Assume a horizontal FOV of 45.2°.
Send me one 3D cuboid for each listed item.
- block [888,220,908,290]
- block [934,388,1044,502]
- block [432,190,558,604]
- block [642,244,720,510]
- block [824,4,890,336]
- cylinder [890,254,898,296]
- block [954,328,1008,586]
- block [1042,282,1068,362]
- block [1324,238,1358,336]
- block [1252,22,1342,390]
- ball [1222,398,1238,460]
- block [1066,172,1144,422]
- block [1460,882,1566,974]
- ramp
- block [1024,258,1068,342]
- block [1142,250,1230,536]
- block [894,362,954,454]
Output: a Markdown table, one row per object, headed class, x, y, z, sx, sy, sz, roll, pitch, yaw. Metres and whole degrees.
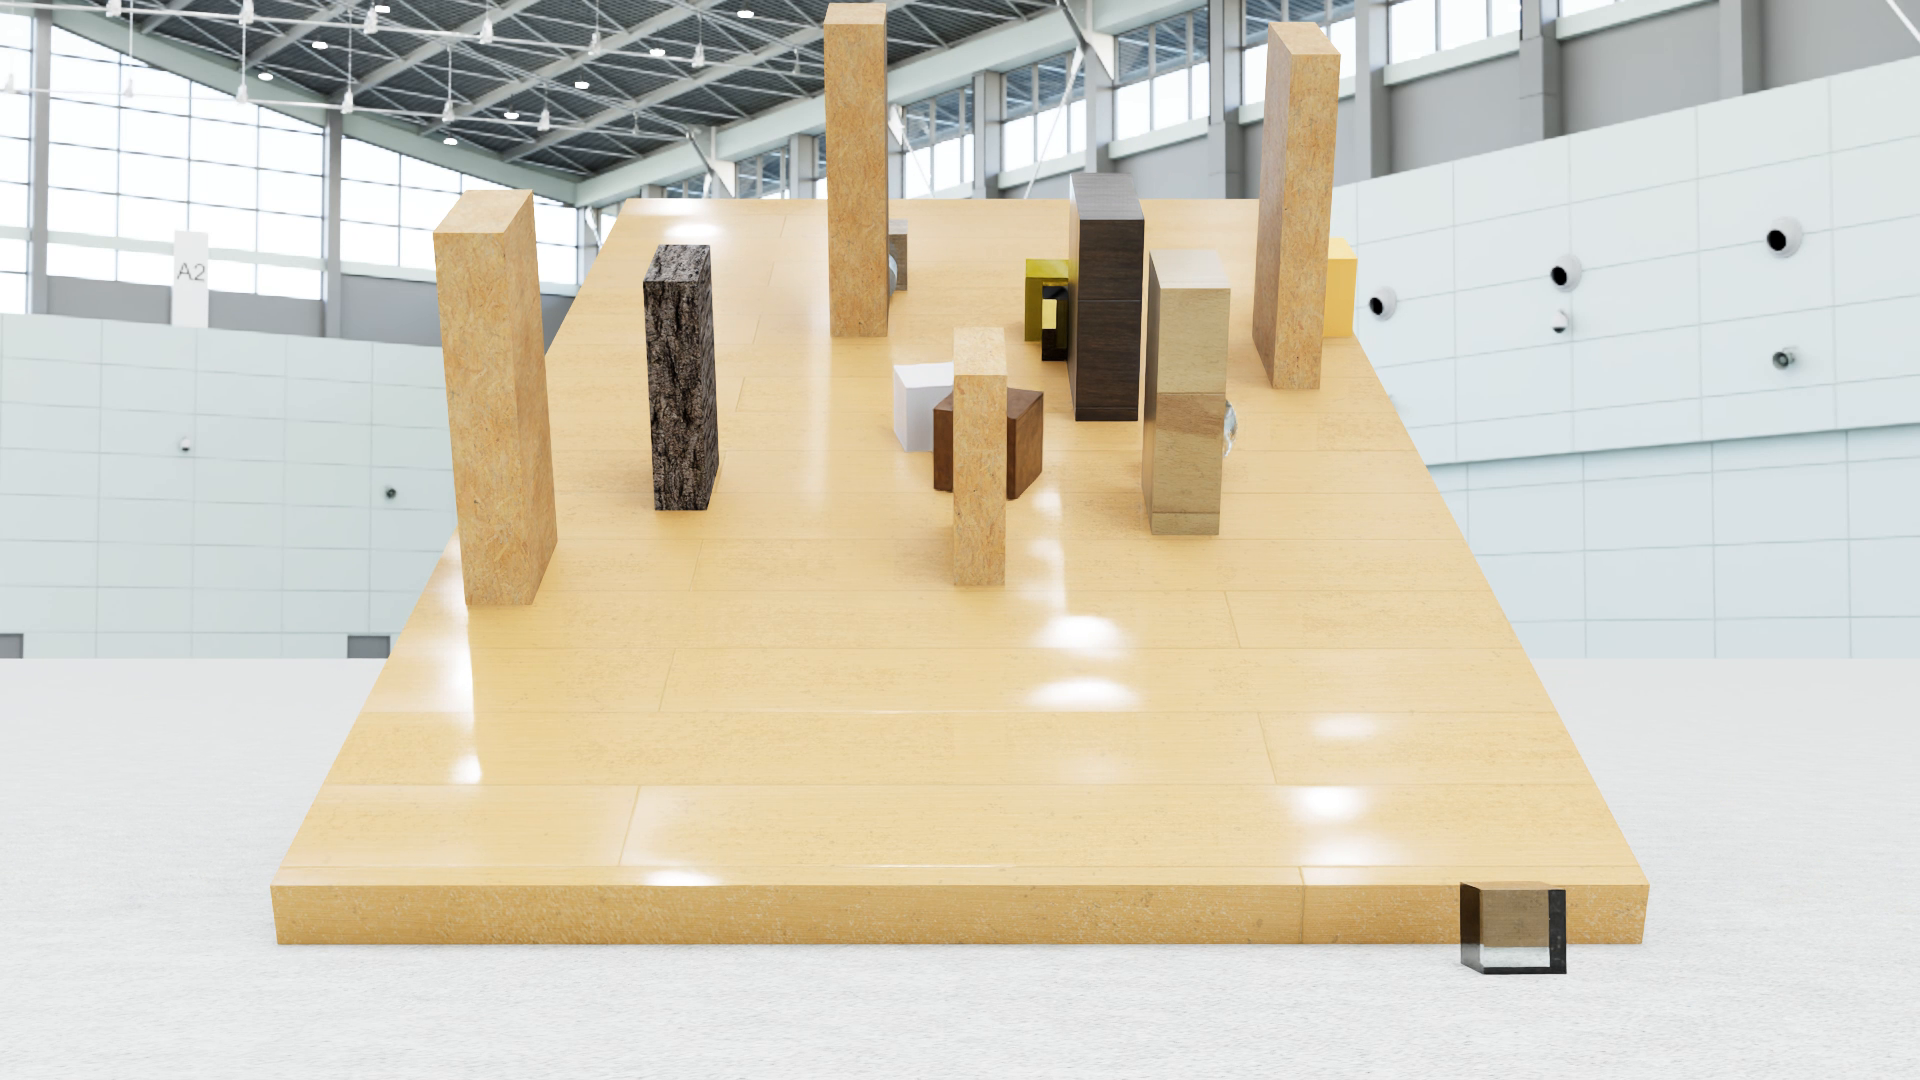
| class | x | y | z | sx | sy | sz | roll | pitch | yaw |
| --- | --- | --- | --- | --- | --- | --- | --- | --- | --- |
| block | -0.217 | -0.764 | 6.169 | 0.154 | 0.154 | 0.154 | 0 | 23 | 0 |
| block | 0.060 | -0.206 | 4.802 | 0.180 | 0.180 | 0.180 | 8 | 24 | 18 |
| block | -0.850 | -0.264 | 4.254 | 0.123 | 0.704 | 0.305 | 0 | 23 | 0 |
| block | -0.567 | -0.334 | 4.713 | 0.106 | 0.482 | 0.271 | 0 | 23 | 0 |
| block | -0.253 | -0.920 | 5.739 | 0.142 | 0.773 | 0.290 | 0 | 23 | 0 |
| cylinder | -0.222 | -0.693 | 6.053 | 0.114 | 0.114 | 0.114 | 0 | 25 | 2 |
| block | 0.036 | -0.162 | 4.388 | 0.097 | 0.416 | 0.288 | 0 | 23 | 0 |
| block | 0.277 | -0.533 | 5.618 | 0.154 | 0.154 | 0.154 | 1 | 23 | 2 |
| block | 0.878 | -0.639 | 5.815 | 0.201 | 0.201 | 0.201 | 0 | 23 | -1 |
| block | 0.785 | -0.789 | 5.424 | 0.109 | 0.780 | 0.403 | 0 | 23 | 0 |
| ball | 0.491 | -0.238 | 4.869 | 0.188 | 0.188 | 0.188 | 0 | -3 | 0 |
| block | 0.329 | -0.563 | 5.287 | 0.141 | 0.465 | 0.427 | 0 | 23 | 0 |
| block | 0.747 | 0.524 | 3.120 | 0.112 | 0.112 | 0.112 | 0 | -3 | -3 |
| ramp | -0.007 | -0.224 | 5.207 | 2.000 | 0.100 | 4.000 | 0 | 23 | 0 |
| block | 0.245 | -0.599 | 5.764 | 0.165 | 0.165 | 0.165 | 1 | 23 | 2 |
| block | 0.446 | -0.296 | 4.595 | 0.133 | 0.507 | 0.274 | 0 | 23 | 0 |
| block | -0.057 | -0.290 | 5.039 | 0.151 | 0.151 | 0.151 | -5 | 23 | -11 |
